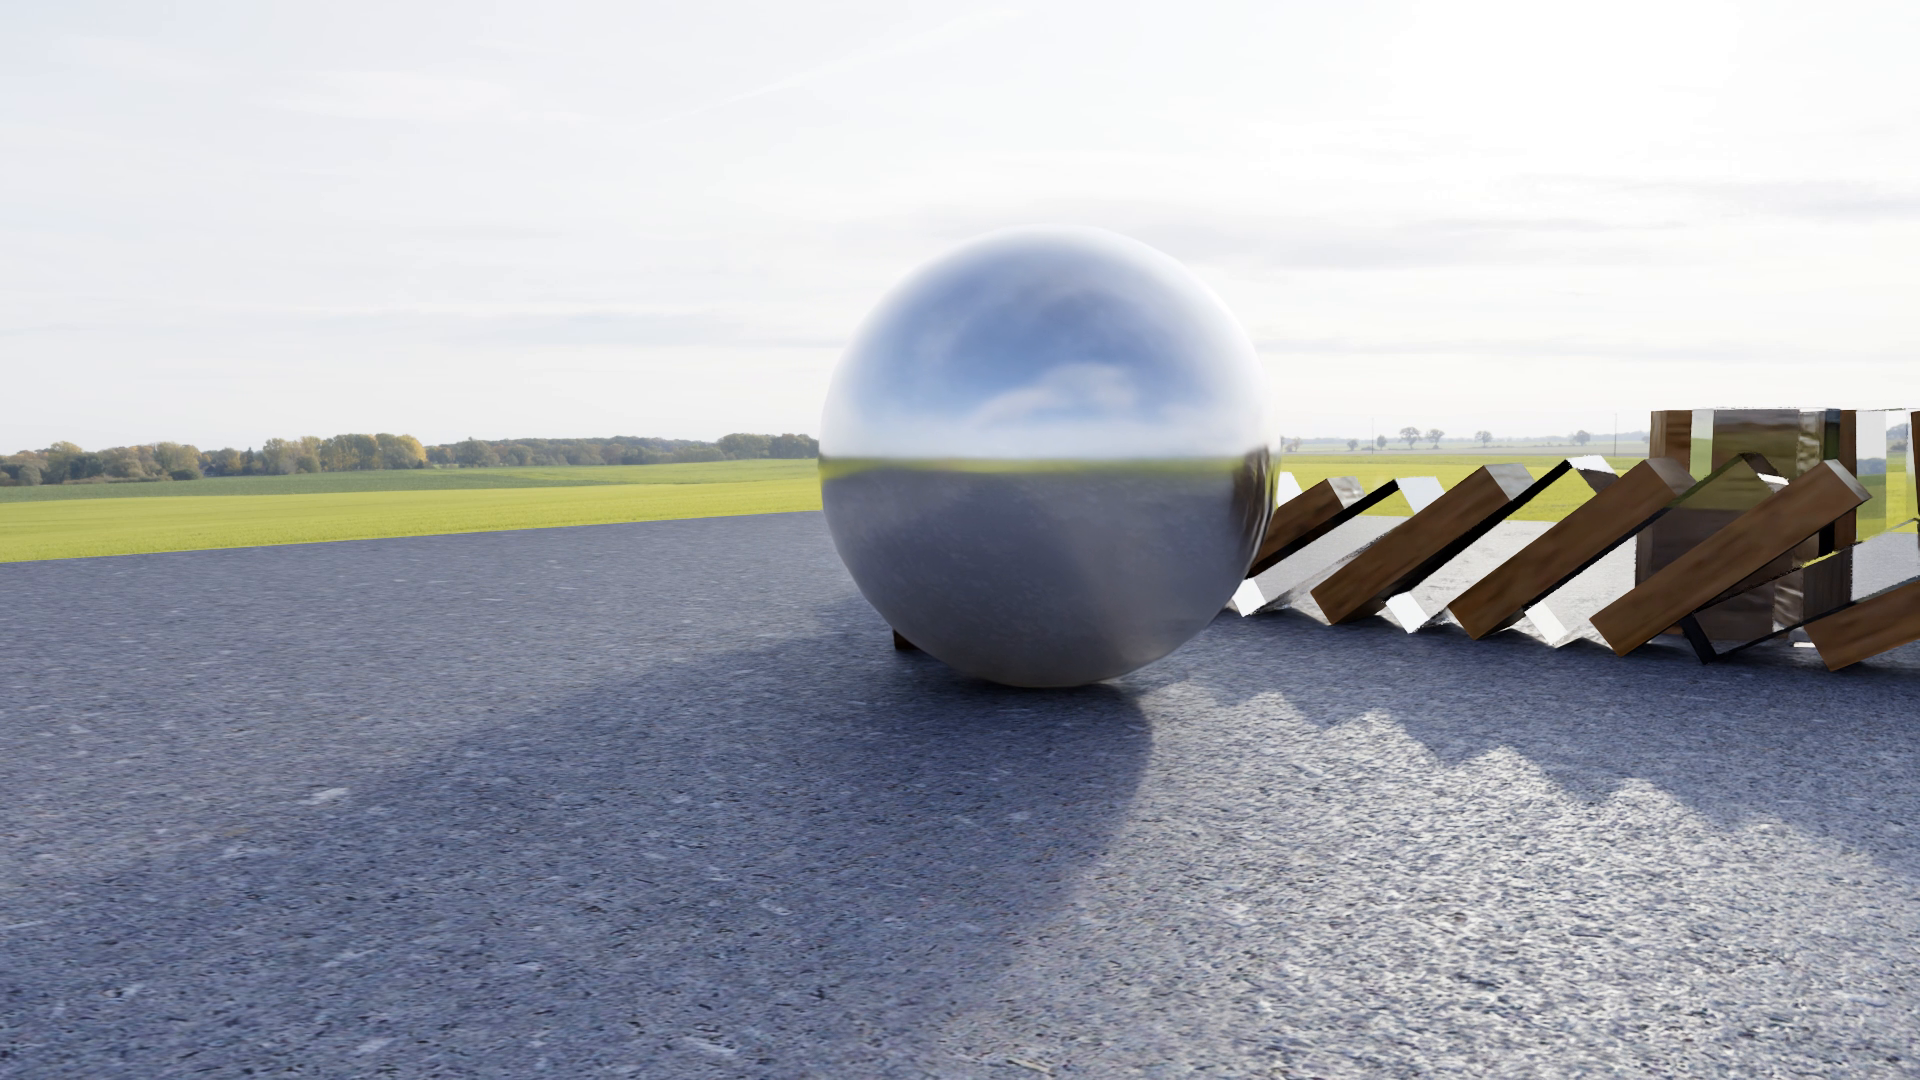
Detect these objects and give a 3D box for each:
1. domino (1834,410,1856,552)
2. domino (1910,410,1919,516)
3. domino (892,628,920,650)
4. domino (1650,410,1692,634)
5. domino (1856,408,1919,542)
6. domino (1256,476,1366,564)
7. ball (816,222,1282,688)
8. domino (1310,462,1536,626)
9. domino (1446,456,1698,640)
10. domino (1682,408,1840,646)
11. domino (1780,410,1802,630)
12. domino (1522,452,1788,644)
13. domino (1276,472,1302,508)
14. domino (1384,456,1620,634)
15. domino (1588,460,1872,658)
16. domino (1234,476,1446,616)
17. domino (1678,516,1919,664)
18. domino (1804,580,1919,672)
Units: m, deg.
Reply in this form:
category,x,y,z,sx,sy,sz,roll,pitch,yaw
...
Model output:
category,x,y,z,sx,sy,sz,roll,pitch,yaw
domino,0.203,-0.005,0.305,0.009,0.050,0.025,-1,4,18
domino,0.224,-0.004,0.279,0.025,0.050,0.010,-1,-4,-11
domino,-0.001,-0.002,0.273,0.025,0.050,0.009,0,-28,1
domino,0.170,-0.004,0.289,0.025,0.050,0.009,1,4,9
domino,0.216,-0.005,0.293,0.025,0.050,0.009,-3,2,-33
domino,0.078,0.001,0.327,0.050,0.009,0.025,-34,-14,29
ball,0.015,-0.014,0.224,0.080,0.080,0.080,0,4,0
domino,0.108,0.001,0.298,0.025,0.009,0.050,-5,-31,-49
domino,0.131,0.002,0.275,0.025,0.009,0.050,-7,-32,-49
domino,0.170,-0.003,0.273,0.025,0.050,0.010,0,4,5
domino,0.182,-0.005,0.303,0.010,0.050,0.025,-2,5,-29
domino,0.142,0.002,0.263,0.025,0.010,0.050,-6,-33,-50
domino,0.064,-0.001,0.336,0.050,0.009,0.025,-34,-14,28
domino,0.121,0.001,0.285,0.025,0.009,0.050,-7,-32,-49
domino,0.152,0.004,0.254,0.025,0.009,0.050,-5,-33,-51
domino,0.092,0.002,0.312,0.025,0.009,0.050,-5,-26,-49
domino,0.166,0.008,0.243,0.050,0.010,0.025,-34,-18,35
domino,0.183,0.008,0.232,0.050,0.010,0.025,-35,-19,37
